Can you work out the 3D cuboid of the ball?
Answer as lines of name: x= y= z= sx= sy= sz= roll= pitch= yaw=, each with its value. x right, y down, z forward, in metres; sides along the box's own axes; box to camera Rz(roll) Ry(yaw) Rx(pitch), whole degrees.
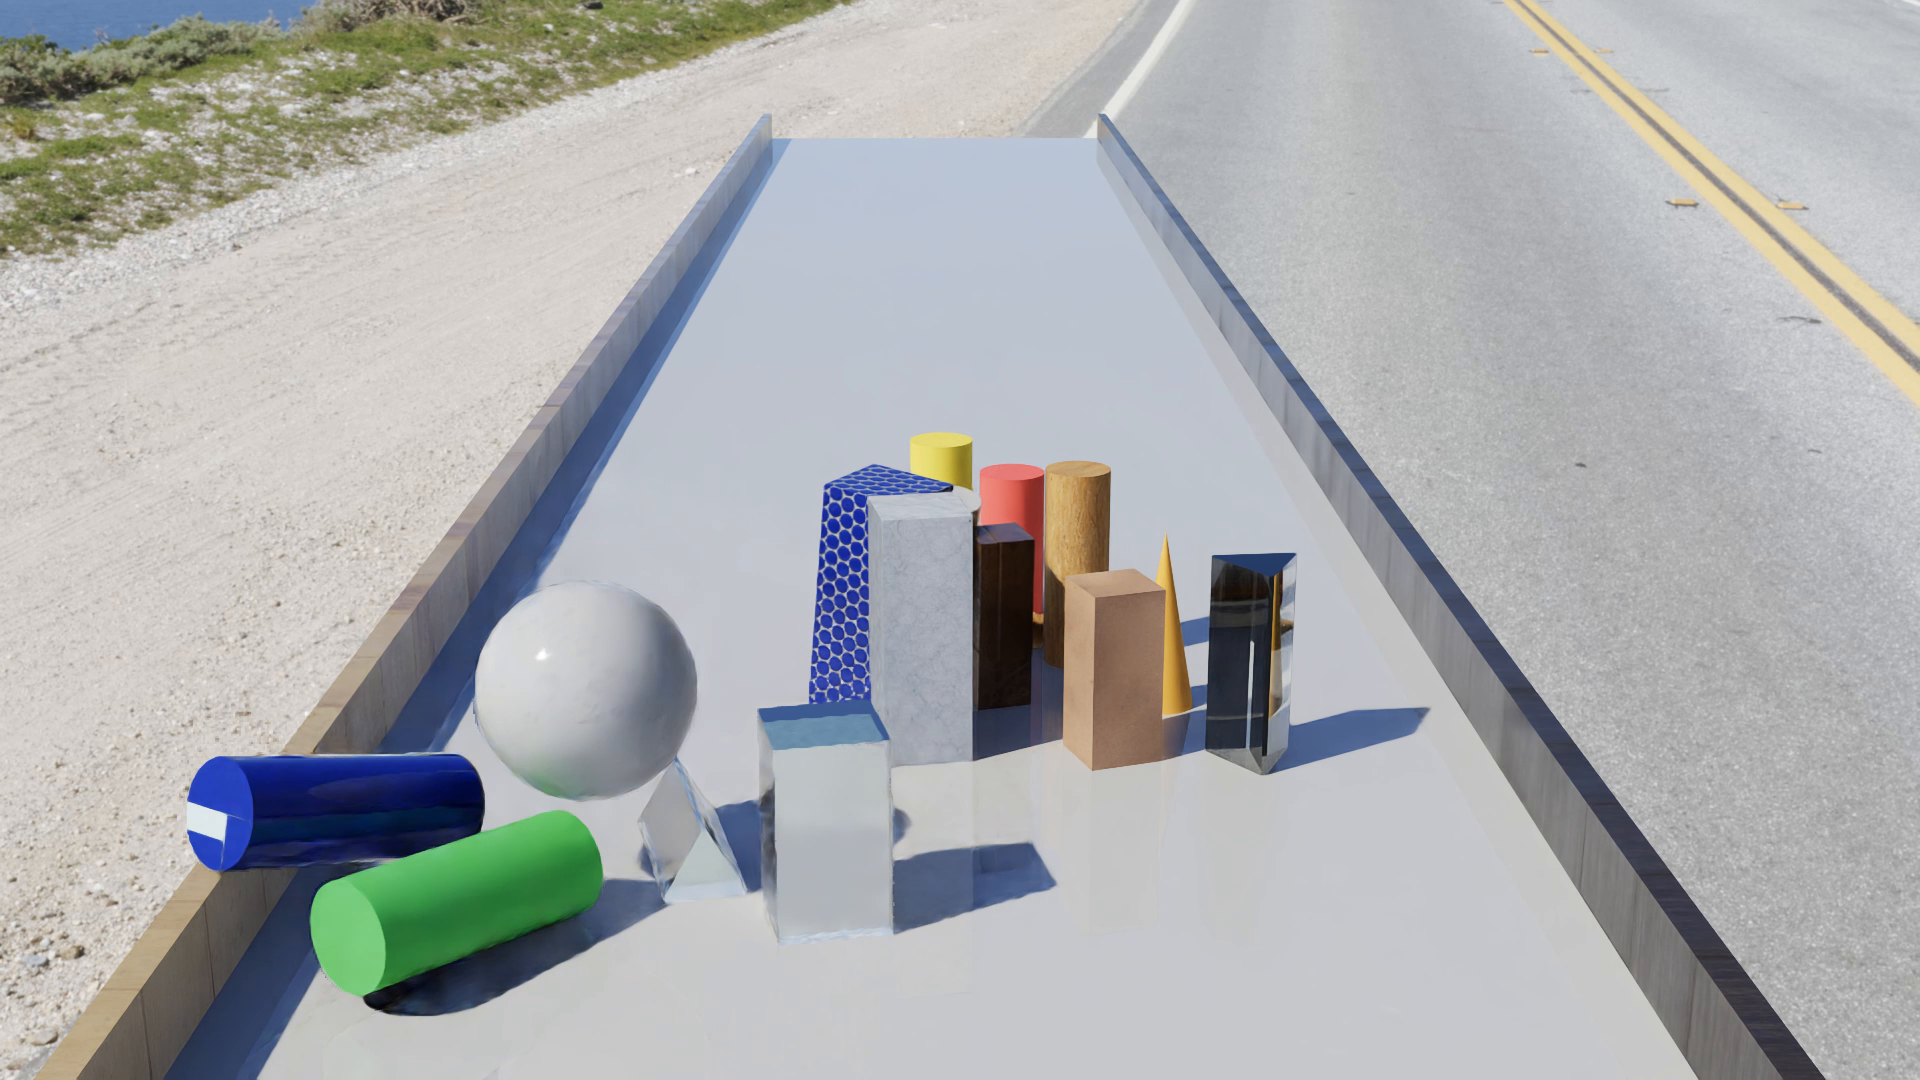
ball: x=-0.564 y=0.227 z=3.328 sx=0.336 sy=0.336 sz=0.336 roll=0 pitch=17 yaw=0

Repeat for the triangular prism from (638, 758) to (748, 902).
triangular prism: x=-0.429 y=0.453 z=3.497 sx=0.129 sy=0.112 sz=0.306 roll=-4 pitch=17 yaw=-15

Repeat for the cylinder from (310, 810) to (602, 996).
cylinder: x=-0.715 y=0.514 z=3.155 sx=0.162 sy=0.162 sz=0.400 roll=12 pitch=15 yaw=35

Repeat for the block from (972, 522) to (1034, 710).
block: x=0.070 y=0.144 z=4.156 sx=0.105 sy=0.331 sz=0.105 roll=-5 pitch=20 yaw=-17

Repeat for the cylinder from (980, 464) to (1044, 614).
cylinder: x=0.110 y=0.004 z=4.673 sx=0.137 sy=0.308 sz=0.137 roll=0 pitch=17 yaw=0

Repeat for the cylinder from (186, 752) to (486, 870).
cylinder: x=-0.916 y=0.398 z=3.255 sx=0.160 sy=0.160 sz=0.413 roll=13 pitch=4 yaw=37

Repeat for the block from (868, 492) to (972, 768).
block: x=-0.071 y=0.158 z=3.899 sx=0.158 sy=0.454 sz=0.158 roll=-3 pitch=17 yaw=-11

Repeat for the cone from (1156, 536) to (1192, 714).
cone: x=0.383 y=0.147 z=4.132 sx=0.119 sy=0.342 sz=0.119 roll=0 pitch=17 yaw=0

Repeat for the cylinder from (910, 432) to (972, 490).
cylinder: x=-0.042 y=-0.067 z=4.890 sx=0.138 sy=0.321 sz=0.138 roll=0 pitch=17 yaw=0

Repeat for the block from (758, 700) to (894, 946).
block: x=-0.201 y=0.419 z=3.276 sx=0.171 sy=0.309 sz=0.171 roll=-4 pitch=17 yaw=-12

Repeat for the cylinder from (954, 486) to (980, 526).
cylinder: x=-0.031 y=0.085 z=4.257 sx=0.114 sy=0.374 sz=0.114 roll=4 pitch=30 yaw=-2

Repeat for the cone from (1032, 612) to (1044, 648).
cone: x=0.180 y=0.185 z=4.494 sx=0.414 sy=0.126 sz=0.126 roll=2 pitch=14 yaw=-24

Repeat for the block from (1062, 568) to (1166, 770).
block: x=0.272 y=0.228 z=3.898 sx=0.134 sy=0.320 sz=0.134 roll=-6 pitch=18 yaw=-19

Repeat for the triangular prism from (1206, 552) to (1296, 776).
triangular prism: x=0.538 y=0.209 z=3.885 sx=0.130 sy=0.365 sz=0.150 roll=-12 pitch=20 yaw=-35

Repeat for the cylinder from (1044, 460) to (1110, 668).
cylinder: x=0.232 y=0.050 z=4.366 sx=0.128 sy=0.395 sz=0.128 roll=0 pitch=17 yaw=0

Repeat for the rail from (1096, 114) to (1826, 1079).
rail: x=0.932 y=-0.844 z=7.801 sx=0.050 sy=0.150 sz=12.000 roll=0 pitch=17 yaw=-1

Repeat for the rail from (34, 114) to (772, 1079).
rail: x=-1.118 y=-0.838 z=7.780 sx=0.050 sy=0.150 sz=12.000 roll=0 pitch=17 yaw=-1

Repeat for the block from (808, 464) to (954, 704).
block: x=-0.148 y=0.102 z=4.097 sx=0.173 sy=0.433 sz=0.173 roll=15 pitch=22 yaw=26
